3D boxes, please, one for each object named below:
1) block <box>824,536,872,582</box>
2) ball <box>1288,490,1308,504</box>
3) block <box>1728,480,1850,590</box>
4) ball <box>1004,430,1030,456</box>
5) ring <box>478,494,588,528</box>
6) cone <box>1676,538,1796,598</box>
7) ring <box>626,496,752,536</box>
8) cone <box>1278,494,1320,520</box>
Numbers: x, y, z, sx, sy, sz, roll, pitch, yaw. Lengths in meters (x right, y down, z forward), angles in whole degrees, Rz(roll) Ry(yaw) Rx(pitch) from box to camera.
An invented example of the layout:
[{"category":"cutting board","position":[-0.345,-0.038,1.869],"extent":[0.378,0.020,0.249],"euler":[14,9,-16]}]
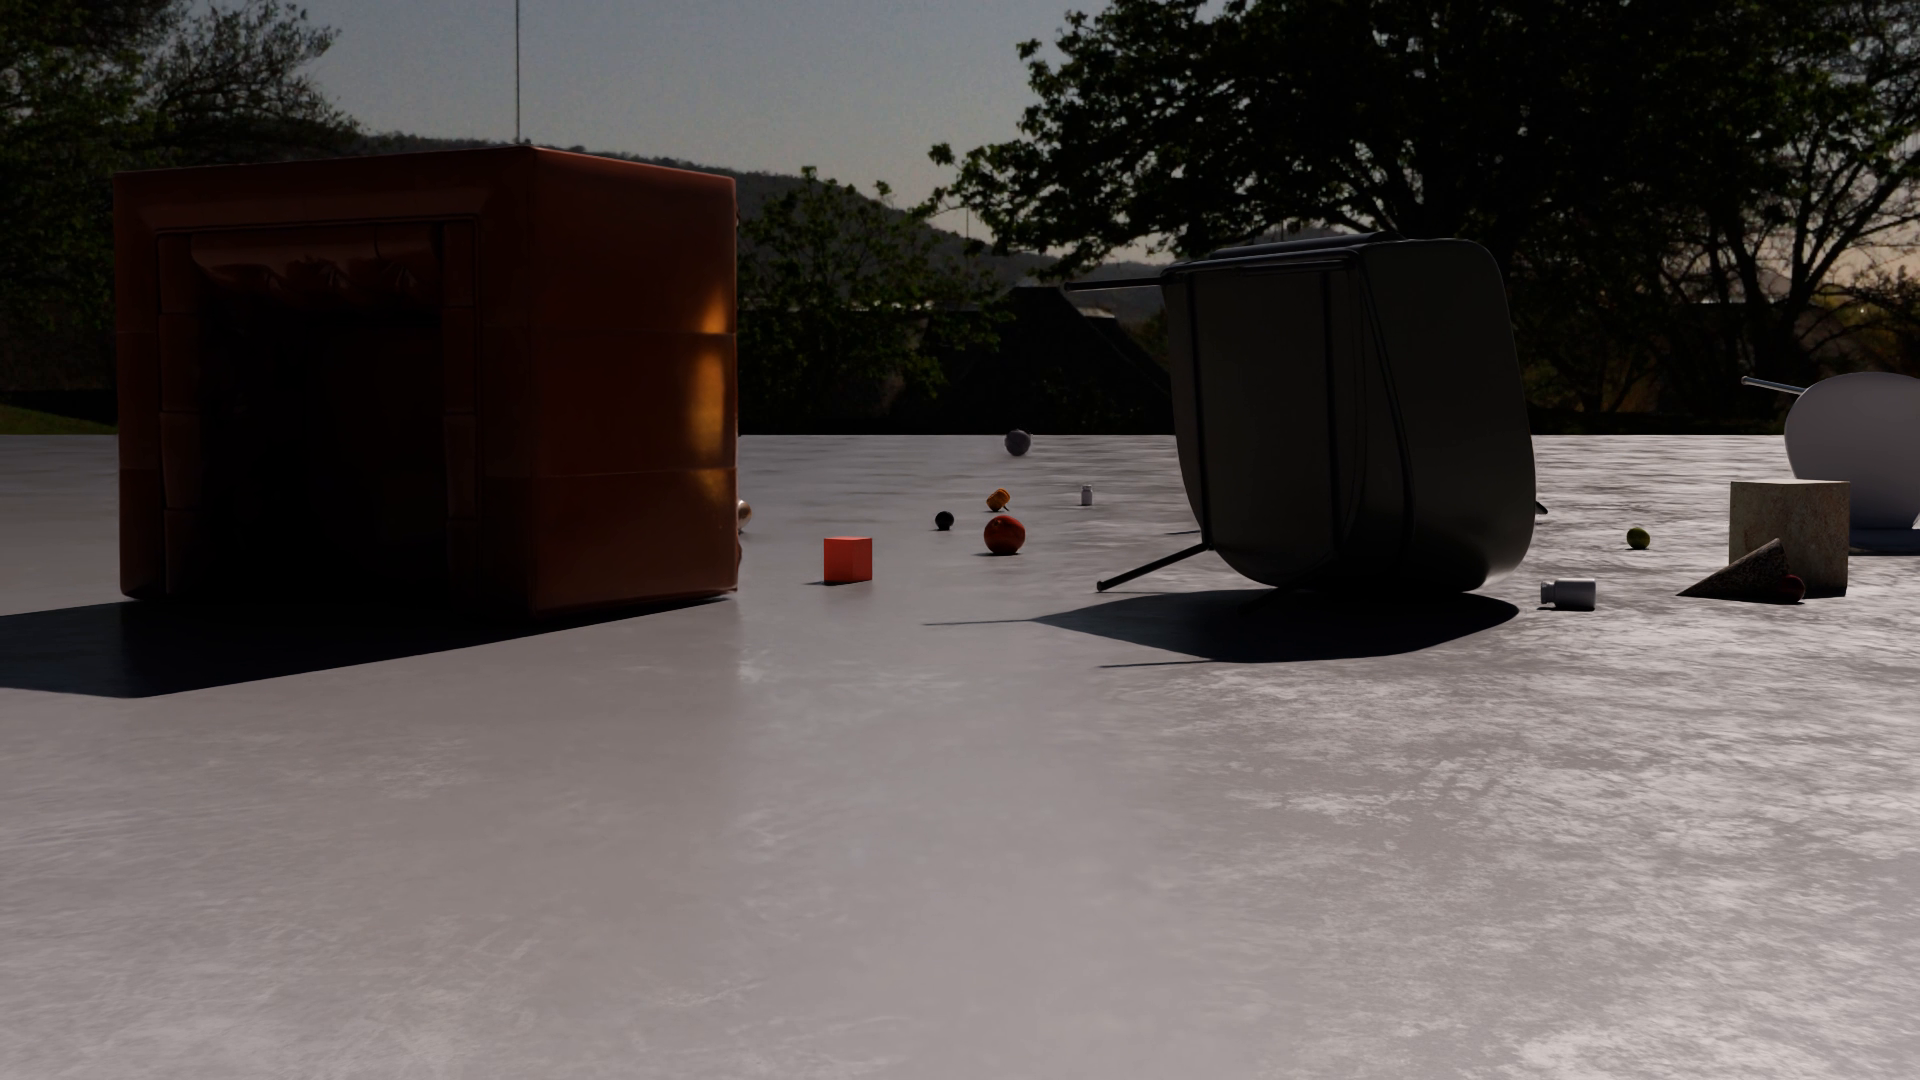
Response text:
[{"category":"block","position":[-0.263,0.045,5.166],"extent":[0.083,0.099,0.078],"euler":[3,5,34]},{"category":"ball","position":[1.262,-0.152,8.220],"extent":[0.073,0.073,0.073],"euler":[0,4,0]},{"category":"block","position":[1.891,-0.014,5.017],"extent":[0.206,0.238,0.159],"euler":[-2,4,-28]},{"category":"ball","position":[0.392,-0.664,14.932],"extent":[0.176,0.176,0.176],"euler":[0,4,0]},{"category":"ring","position":[-1.393,-0.095,7.178],"extent":[0.235,0.105,0.405],"euler":[6,6,44]},{"category":"cone","position":[1.664,0.091,4.752],"extent":[0.238,0.139,0.128],"euler":[-15,-41,14]},{"category":"ring","position":[-0.850,-0.076,6.904],"extent":[0.373,0.105,0.441],"euler":[1,5,25]},{"category":"cone","position":[1.170,-0.116,7.581],"extent":[0.143,0.090,0.179],"euler":[0,4,5]}]
